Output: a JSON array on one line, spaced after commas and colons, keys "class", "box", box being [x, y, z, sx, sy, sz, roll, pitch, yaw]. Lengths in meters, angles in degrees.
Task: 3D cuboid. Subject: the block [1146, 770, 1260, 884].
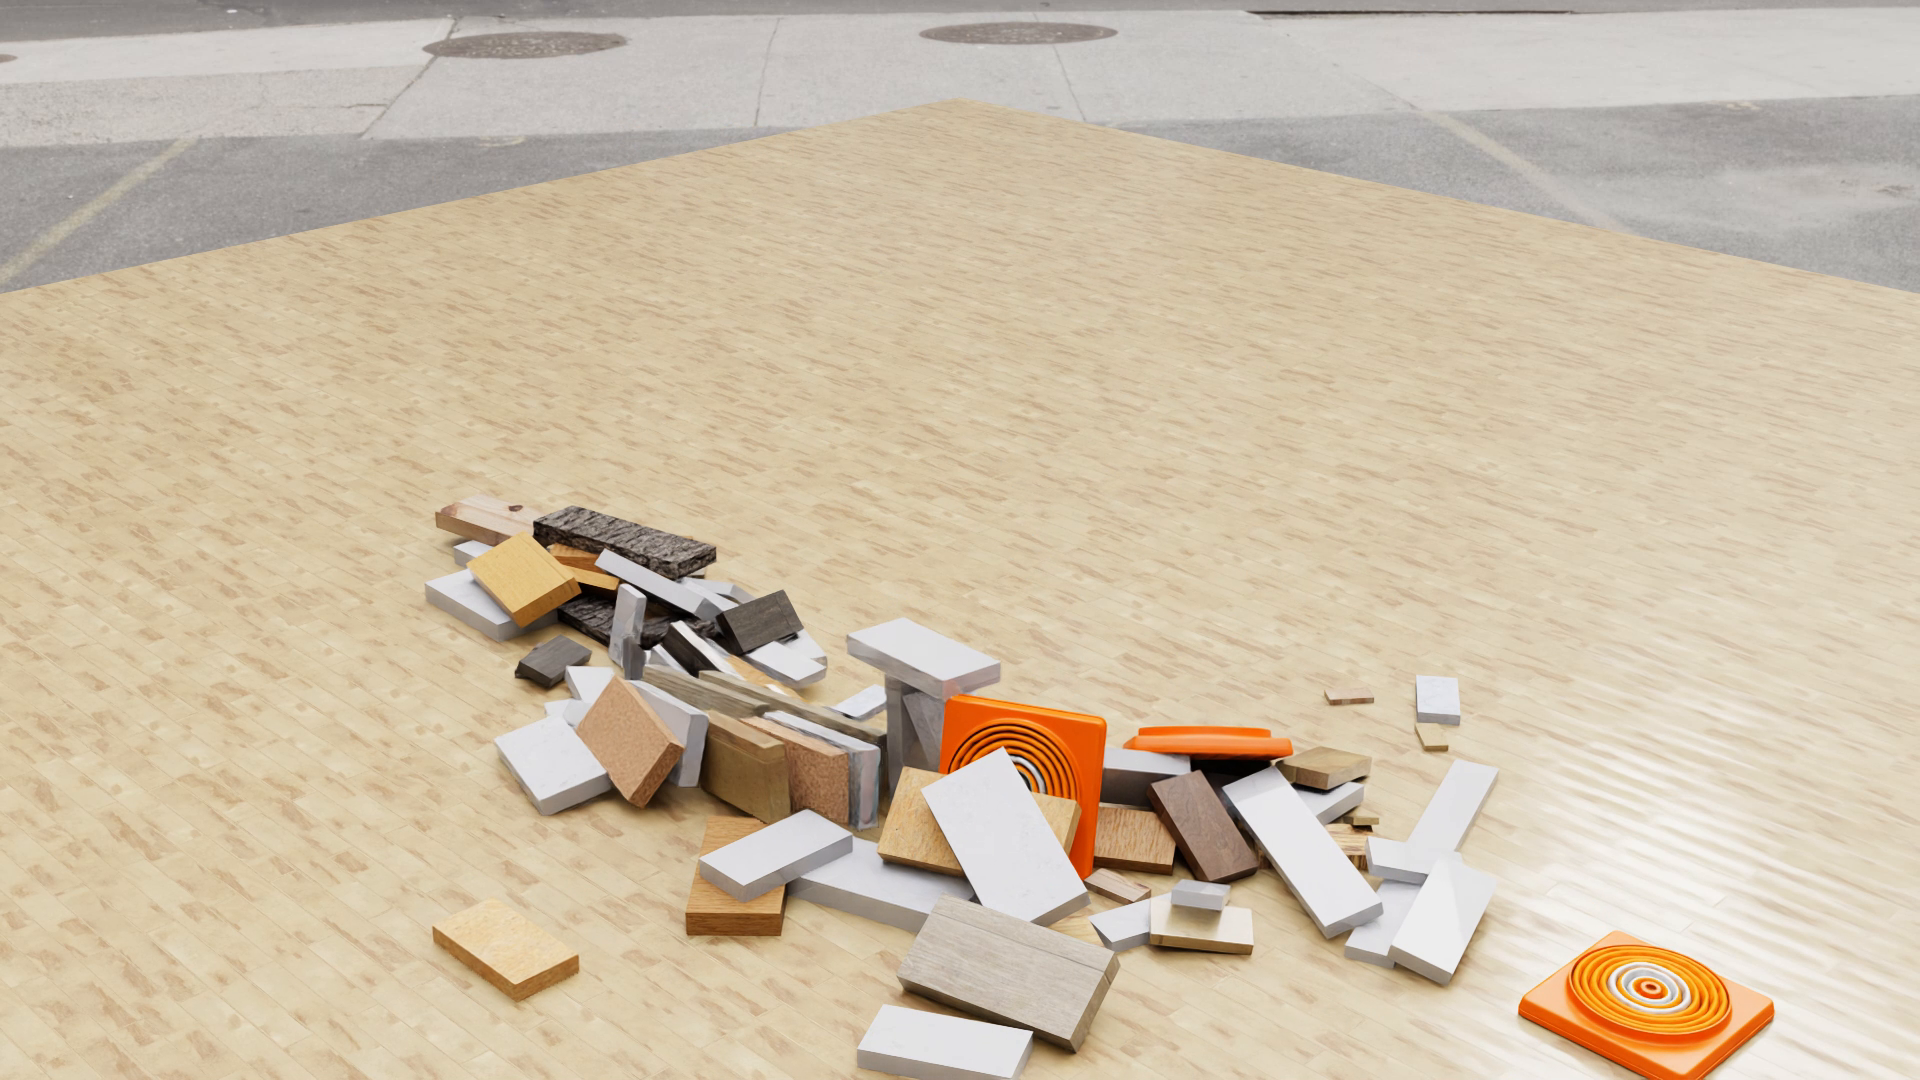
[{"class": "block", "box": [0.470, 0.561, 4.263, 0.117, 0.033, 0.234, -12, 53, -27]}]

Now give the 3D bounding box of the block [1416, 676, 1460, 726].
[{"class": "block", "box": [1.062, 0.356, 4.890, 0.091, 0.026, 0.183, 4, 23, 9]}]

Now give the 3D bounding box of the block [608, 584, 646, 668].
[{"class": "block", "box": [-0.766, 0.201, 5.060, 0.025, 0.177, 0.089, -1, 19, -38]}]

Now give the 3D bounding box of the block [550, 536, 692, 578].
[{"class": "block", "box": [-0.847, 0.036, 5.501, 0.332, 0.047, 0.166, 2, 22, 3]}]

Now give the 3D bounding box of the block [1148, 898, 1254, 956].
[{"class": "block", "box": [0.439, 0.706, 4.016, 0.186, 0.026, 0.093, 7, 34, -1]}]

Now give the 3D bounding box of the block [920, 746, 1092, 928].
[{"class": "block", "box": [0.081, 0.562, 4.042, 0.176, 0.050, 0.352, -27, 52, -6]}]

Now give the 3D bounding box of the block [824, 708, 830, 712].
[{"class": "block", "box": [-0.261, 0.426, 4.642, 0.022, 0.079, 0.158, 0, 22, -35]}]

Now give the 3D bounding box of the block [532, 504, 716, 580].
[{"class": "block", "box": [-0.836, 0.002, 5.466, 0.483, 0.040, 0.143, 15, 25, 32]}]

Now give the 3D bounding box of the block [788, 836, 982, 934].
[{"class": "block", "box": [-0.132, 0.653, 4.158, 0.347, 0.049, 0.174, 12, 26, 25]}]

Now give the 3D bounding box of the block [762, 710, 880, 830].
[{"class": "block", "box": [-0.284, 0.459, 4.419, 0.045, 0.159, 0.319, -7, 15, -42]}]

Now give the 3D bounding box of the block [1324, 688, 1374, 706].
[{"class": "block", "box": [0.870, 0.349, 4.919, 0.101, 0.014, 0.050, -2, 23, -5]}]

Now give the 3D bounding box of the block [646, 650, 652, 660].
[{"class": "block", "box": [-0.665, 0.327, 4.862, 0.105, 0.030, 0.210, -10, 44, -18]}]

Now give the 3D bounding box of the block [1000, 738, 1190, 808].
[{"class": "block", "box": [0.251, 0.465, 4.372, 0.382, 0.158, 0.045, 7, 58, -15]}]

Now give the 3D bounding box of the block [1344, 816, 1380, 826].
[{"class": "block", "box": [0.797, 0.557, 4.370, 0.050, 0.014, 0.101, 0, -5, -1]}]

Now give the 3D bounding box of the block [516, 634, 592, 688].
[{"class": "block", "box": [-0.927, 0.276, 5.031, 0.089, 0.025, 0.177, 27, 26, 12]}]

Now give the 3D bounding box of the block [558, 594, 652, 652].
[{"class": "block", "box": [-0.760, 0.233, 5.169, 0.114, 0.032, 0.498, -20, 30, -39]}]

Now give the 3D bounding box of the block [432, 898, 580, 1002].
[{"class": "block", "box": [-0.822, 0.738, 3.974, 0.134, 0.038, 0.267, -21, 31, -40]}]

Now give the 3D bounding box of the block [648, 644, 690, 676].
[{"class": "block", "box": [-0.633, 0.297, 4.818, 0.019, 0.067, 0.133, -21, 52, -42]}]

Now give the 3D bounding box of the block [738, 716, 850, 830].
[{"class": "block", "box": [-0.335, 0.467, 4.392, 0.045, 0.158, 0.317, -7, 14, -39]}]

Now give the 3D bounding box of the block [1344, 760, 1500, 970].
[{"class": "block", "box": [0.909, 0.615, 4.278, 0.091, 0.026, 0.778, 11, 25, 24]}]

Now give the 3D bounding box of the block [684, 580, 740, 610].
[{"class": "block", "box": [-0.554, 0.159, 5.161, 0.207, 0.029, 0.104, 22, -14, 46]}]

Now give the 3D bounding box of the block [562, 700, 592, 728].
[{"class": "block", "box": [-0.806, 0.381, 4.754, 0.108, 0.015, 0.054, 9, 60, 21]}]

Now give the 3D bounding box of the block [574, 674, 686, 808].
[{"class": "block", "box": [-0.683, 0.412, 4.535, 0.042, 0.149, 0.298, 33, 4, -40]}]

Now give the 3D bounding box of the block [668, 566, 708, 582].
[{"class": "block", "box": [-0.781, 0.081, 5.518, 0.285, 0.040, 0.143, -1, 23, -3]}]

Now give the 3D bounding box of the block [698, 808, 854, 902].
[{"class": "block", "box": [-0.348, 0.598, 4.178, 0.267, 0.038, 0.134, -21, 31, -40]}]

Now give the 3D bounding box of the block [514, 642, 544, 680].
[{"class": "block", "box": [-0.965, 0.280, 5.073, 0.074, 0.021, 0.148, 4, 23, 10]}]

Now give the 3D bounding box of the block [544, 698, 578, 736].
[{"class": "block", "box": [-0.838, 0.413, 4.761, 0.074, 0.021, 0.264, -9, 24, -19]}]

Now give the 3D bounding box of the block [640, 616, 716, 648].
[{"class": "block", "box": [-0.669, 0.213, 5.053, 0.114, 0.032, 0.228, -20, 14, -36]}]

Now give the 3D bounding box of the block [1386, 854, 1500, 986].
[{"class": "block", "box": [0.884, 0.691, 4.018, 0.117, 0.033, 0.298, 24, 36, 18]}]

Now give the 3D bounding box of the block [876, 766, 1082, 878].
[{"class": "block", "box": [0.036, 0.549, 4.145, 0.352, 0.050, 0.176, 9, 66, 20]}]

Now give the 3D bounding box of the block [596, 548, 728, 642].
[{"class": "block", "box": [-0.689, 0.134, 5.226, 0.434, 0.163, 0.046, 21, 75, 46]}]

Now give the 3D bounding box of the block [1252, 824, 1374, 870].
[{"class": "block", "box": [0.695, 0.600, 4.304, 0.234, 0.033, 0.117, 0, 23, 1]}]

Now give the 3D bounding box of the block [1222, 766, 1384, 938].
[{"class": "block", "box": [0.649, 0.589, 4.200, 0.117, 0.033, 0.447, -22, 34, -9]}]

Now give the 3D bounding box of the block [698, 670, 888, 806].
[{"class": "block", "box": [-0.360, 0.413, 4.576, 0.488, 0.159, 0.045, 16, 11, 33]}]

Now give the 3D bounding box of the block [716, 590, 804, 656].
[{"class": "block", "box": [-0.459, 0.190, 5.058, 0.030, 0.105, 0.210, -33, -8, 39]}]

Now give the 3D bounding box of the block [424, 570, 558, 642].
[{"class": "block", "box": [-1.140, 0.152, 5.344, 0.166, 0.047, 0.332, -20, 30, -39]}]

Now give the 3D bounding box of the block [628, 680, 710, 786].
[{"class": "block", "box": [-0.620, 0.399, 4.566, 0.042, 0.149, 0.298, 7, 6, -35]}]

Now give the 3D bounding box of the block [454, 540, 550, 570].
[{"class": "block", "box": [-1.117, 0.059, 5.562, 0.326, 0.046, 0.163, 20, 30, 39]}]
